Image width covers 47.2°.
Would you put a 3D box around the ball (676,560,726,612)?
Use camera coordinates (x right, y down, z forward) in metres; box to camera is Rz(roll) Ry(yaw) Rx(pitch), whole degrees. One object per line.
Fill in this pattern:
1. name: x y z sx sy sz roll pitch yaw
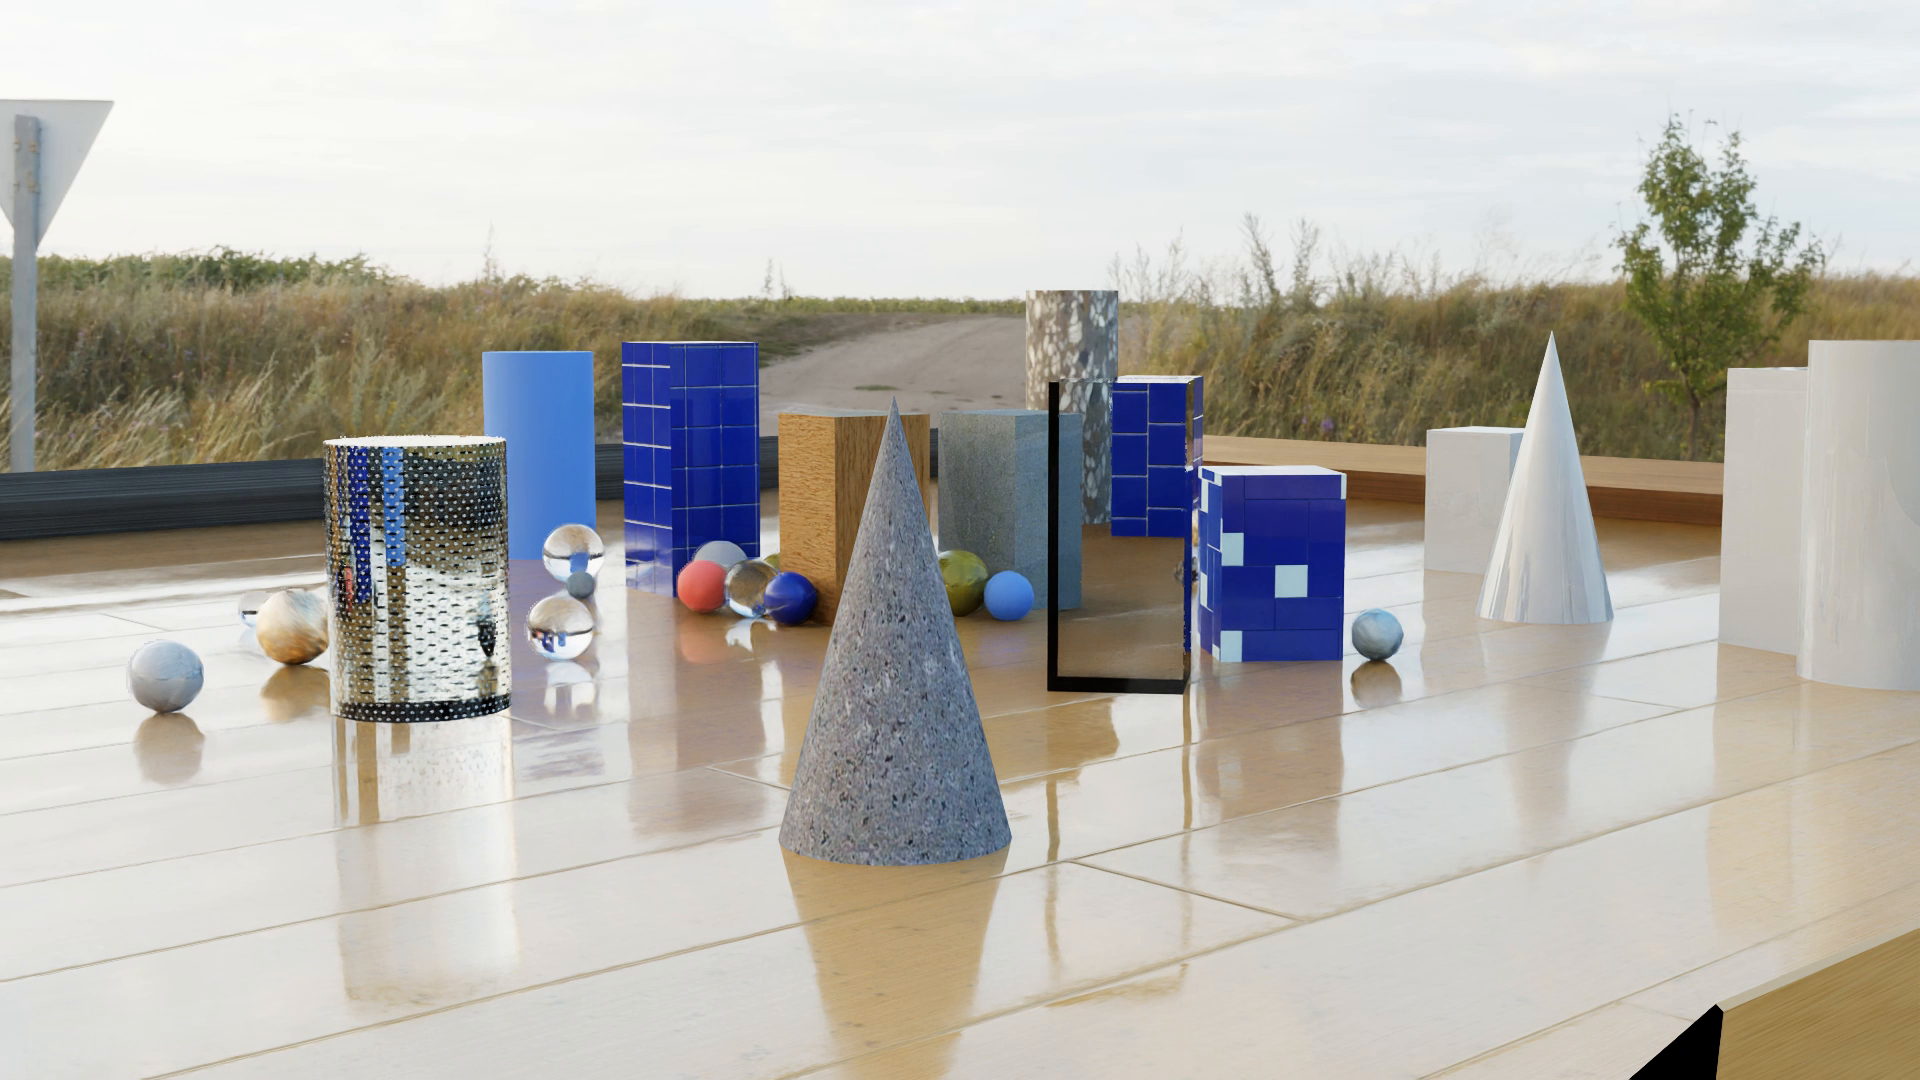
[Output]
1. ball: -0.379 0.069 3.250 0.078 0.078 0.078 0 6 0

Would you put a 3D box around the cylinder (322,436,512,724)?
1. cylinder: -0.607 0.039 2.465 0.198 0.300 0.198 0 6 0

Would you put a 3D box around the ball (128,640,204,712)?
1. ball: -0.882 0.152 2.443 0.081 0.081 0.081 0 6 0

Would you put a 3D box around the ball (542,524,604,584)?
1. ball: -0.630 0.023 3.587 0.099 0.099 0.099 0 6 0

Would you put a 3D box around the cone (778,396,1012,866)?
1. cone: -0.055 0.065 1.849 0.198 0.376 0.198 0 6 0

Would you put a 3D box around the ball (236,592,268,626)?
1. ball: -0.996 0.098 3.106 0.050 0.050 0.050 0 6 0

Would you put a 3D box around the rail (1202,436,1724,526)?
1. rail: 1.448 -0.105 4.661 0.045 0.129 3.908 -5 8 -42

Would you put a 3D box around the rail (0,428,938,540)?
1. rail: -1.309 -0.114 4.743 3.988 0.129 0.045 -5 8 -42

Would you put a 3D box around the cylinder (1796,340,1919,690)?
1. cylinder: 1.126 -0.036 2.664 0.198 0.409 0.198 0 6 0

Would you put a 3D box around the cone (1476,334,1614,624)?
1. cone: 0.858 -0.097 3.210 0.198 0.417 0.198 0 6 0

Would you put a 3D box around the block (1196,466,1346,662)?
1. block: 0.404 0.028 2.870 0.159 0.238 0.159 -1 6 -5

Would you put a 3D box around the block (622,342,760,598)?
1. block: -0.430 -0.118 3.515 0.159 0.395 0.159 -4 7 -36

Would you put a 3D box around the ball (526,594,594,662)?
1. ball: -0.510 0.112 2.803 0.085 0.085 0.085 0 6 0

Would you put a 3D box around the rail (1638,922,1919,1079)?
1. rail: 1.309 0.181 1.921 3.988 0.129 0.045 -5 8 -42

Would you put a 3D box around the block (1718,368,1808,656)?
1. block: 1.129 -0.042 2.913 0.159 0.368 0.159 -3 7 -28

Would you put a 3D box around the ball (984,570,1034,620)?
1. ball: 0.070 0.080 3.171 0.072 0.072 0.072 0 6 0

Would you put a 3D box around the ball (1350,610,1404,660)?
1. ball: 0.532 0.121 2.807 0.066 0.066 0.066 0 6 0

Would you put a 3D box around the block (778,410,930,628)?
1. block: -0.154 -0.035 3.191 0.159 0.297 0.159 -4 7 -34

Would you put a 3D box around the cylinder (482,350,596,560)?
1. cylinder: -0.769 -0.159 4.027 0.198 0.370 0.198 0 6 0

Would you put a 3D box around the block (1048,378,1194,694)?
1. block: 0.193 -0.009 2.629 0.159 0.362 0.159 1 6 9

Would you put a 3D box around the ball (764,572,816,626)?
1. ball: -0.241 0.083 3.124 0.075 0.075 0.075 0 6 0

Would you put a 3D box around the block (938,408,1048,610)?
1. block: 0.079 -0.049 3.349 0.159 0.291 0.159 6 8 44

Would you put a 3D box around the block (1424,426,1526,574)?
1. block: 0.915 -0.070 3.796 0.159 0.240 0.159 5 8 42

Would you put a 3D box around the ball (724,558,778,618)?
1. ball: -0.302 0.070 3.203 0.086 0.086 0.086 0 6 0

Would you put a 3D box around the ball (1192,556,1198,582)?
1. ball: 0.376 0.049 3.603 0.045 0.045 0.045 0 6 0

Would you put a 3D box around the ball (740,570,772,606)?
1. ball: -0.304 0.073 3.315 0.057 0.057 0.057 0 6 0

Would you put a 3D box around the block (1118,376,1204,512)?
1. block: 0.403 -0.175 4.457 0.159 0.312 0.159 1 6 13

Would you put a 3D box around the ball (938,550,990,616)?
1. ball: -0.004 0.063 3.210 0.098 0.098 0.098 0 6 0

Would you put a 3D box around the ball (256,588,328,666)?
1. ball: -0.838 0.109 2.771 0.096 0.096 0.096 0 6 0

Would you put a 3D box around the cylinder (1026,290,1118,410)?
1. cylinder: 0.240 -0.291 4.729 0.198 0.487 0.198 0 6 0

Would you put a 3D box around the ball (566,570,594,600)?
1. ball: -0.588 0.070 3.402 0.044 0.044 0.044 0 6 0

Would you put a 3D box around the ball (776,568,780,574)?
1. ball: -0.246 0.069 3.279 0.072 0.072 0.072 0 6 0

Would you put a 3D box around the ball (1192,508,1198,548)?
1. ball: 0.465 -0.023 4.064 0.091 0.091 0.091 0 6 0

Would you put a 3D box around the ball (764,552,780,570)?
1. ball: -0.274 0.056 3.381 0.077 0.077 0.077 0 6 0

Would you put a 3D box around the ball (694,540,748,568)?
1. ball: -0.372 0.045 3.420 0.089 0.089 0.089 0 6 0

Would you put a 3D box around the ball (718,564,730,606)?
1. ball: -0.366 0.068 3.320 0.064 0.064 0.064 0 6 0
